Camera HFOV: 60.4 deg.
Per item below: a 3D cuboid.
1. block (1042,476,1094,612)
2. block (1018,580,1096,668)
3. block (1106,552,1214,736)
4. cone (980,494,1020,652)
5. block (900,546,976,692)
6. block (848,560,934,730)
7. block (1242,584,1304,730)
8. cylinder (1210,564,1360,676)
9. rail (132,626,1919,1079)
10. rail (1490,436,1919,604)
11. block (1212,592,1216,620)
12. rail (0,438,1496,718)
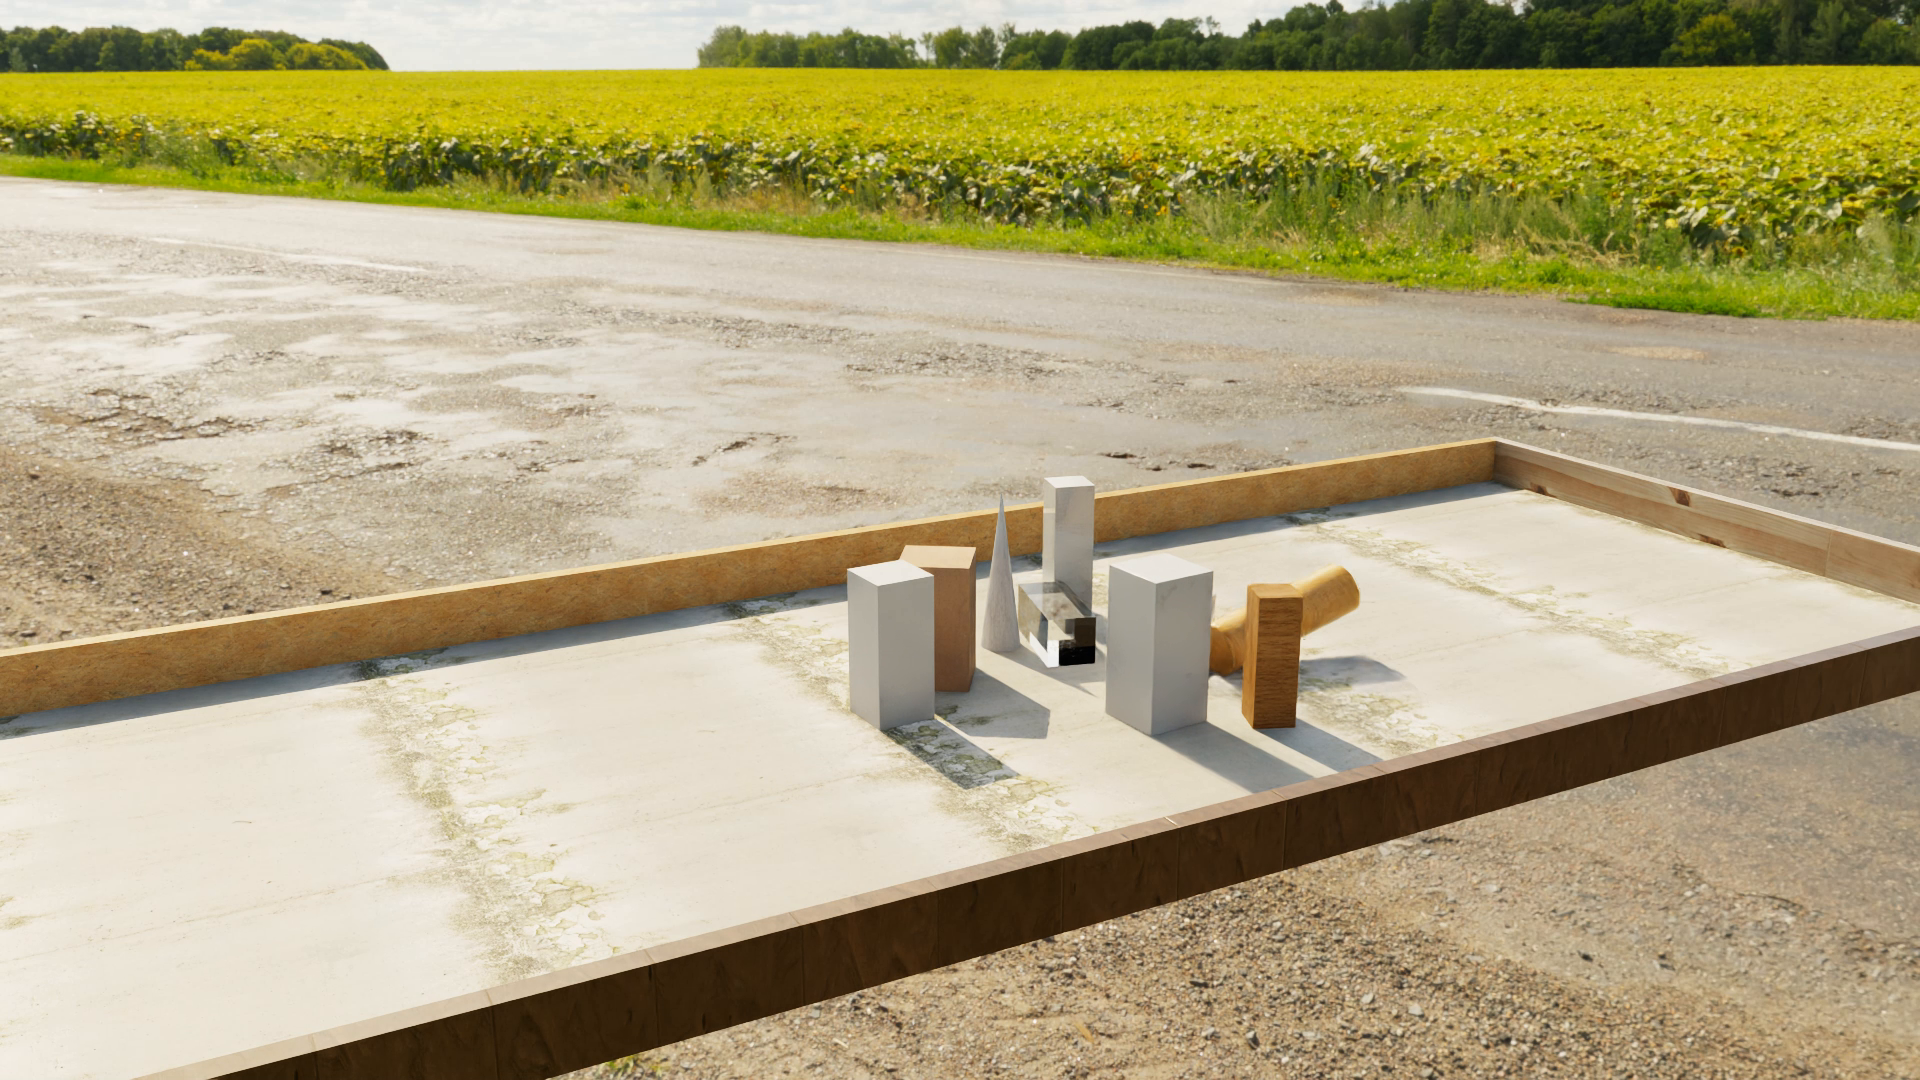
[{"bbox_3d":[0.301,0.022,4.605,0.112,0.381,0.112,-4,17,-13],"label":"block"},{"bbox_3d":[0.254,0.219,4.382,0.127,0.127,0.309,-4,17,-12],"label":"block"},{"bbox_3d":[0.465,0.242,3.870,0.171,0.372,0.171,-10,19,-32],"label":"block"},{"bbox_3d":[0.108,0.074,4.342,0.107,0.428,0.107,0,16,0],"label":"cone"},{"bbox_3d":[-0.057,0.195,4.123,0.179,0.321,0.179,2,16,6],"label":"block"},{"bbox_3d":[-0.162,0.246,3.890,0.149,0.355,0.149,-10,19,-30],"label":"block"},{"bbox_3d":[0.729,0.272,3.860,0.102,0.322,0.102,-2,16,-6],"label":"block"},{"bbox_3d":[0.824,0.203,4.256,0.426,0.139,0.139,-23,25,-24],"label":"cylinder"},{"bbox_3d":[-2.336,1.006,1.665,12.000,0.150,0.050,-9,18,-27],"label":"rail"},{"bbox_3d":[2.466,-0.048,5.253,0.050,0.150,2.100,-9,18,-27],"label":"rail"},{"bbox_3d":[0.550,0.242,4.329,0.114,0.114,0.405,8,18,26],"label":"block"},{"bbox_3d":[-3.305,0.497,3.399,12.000,0.150,0.050,-9,18,-27],"label":"rail"}]
